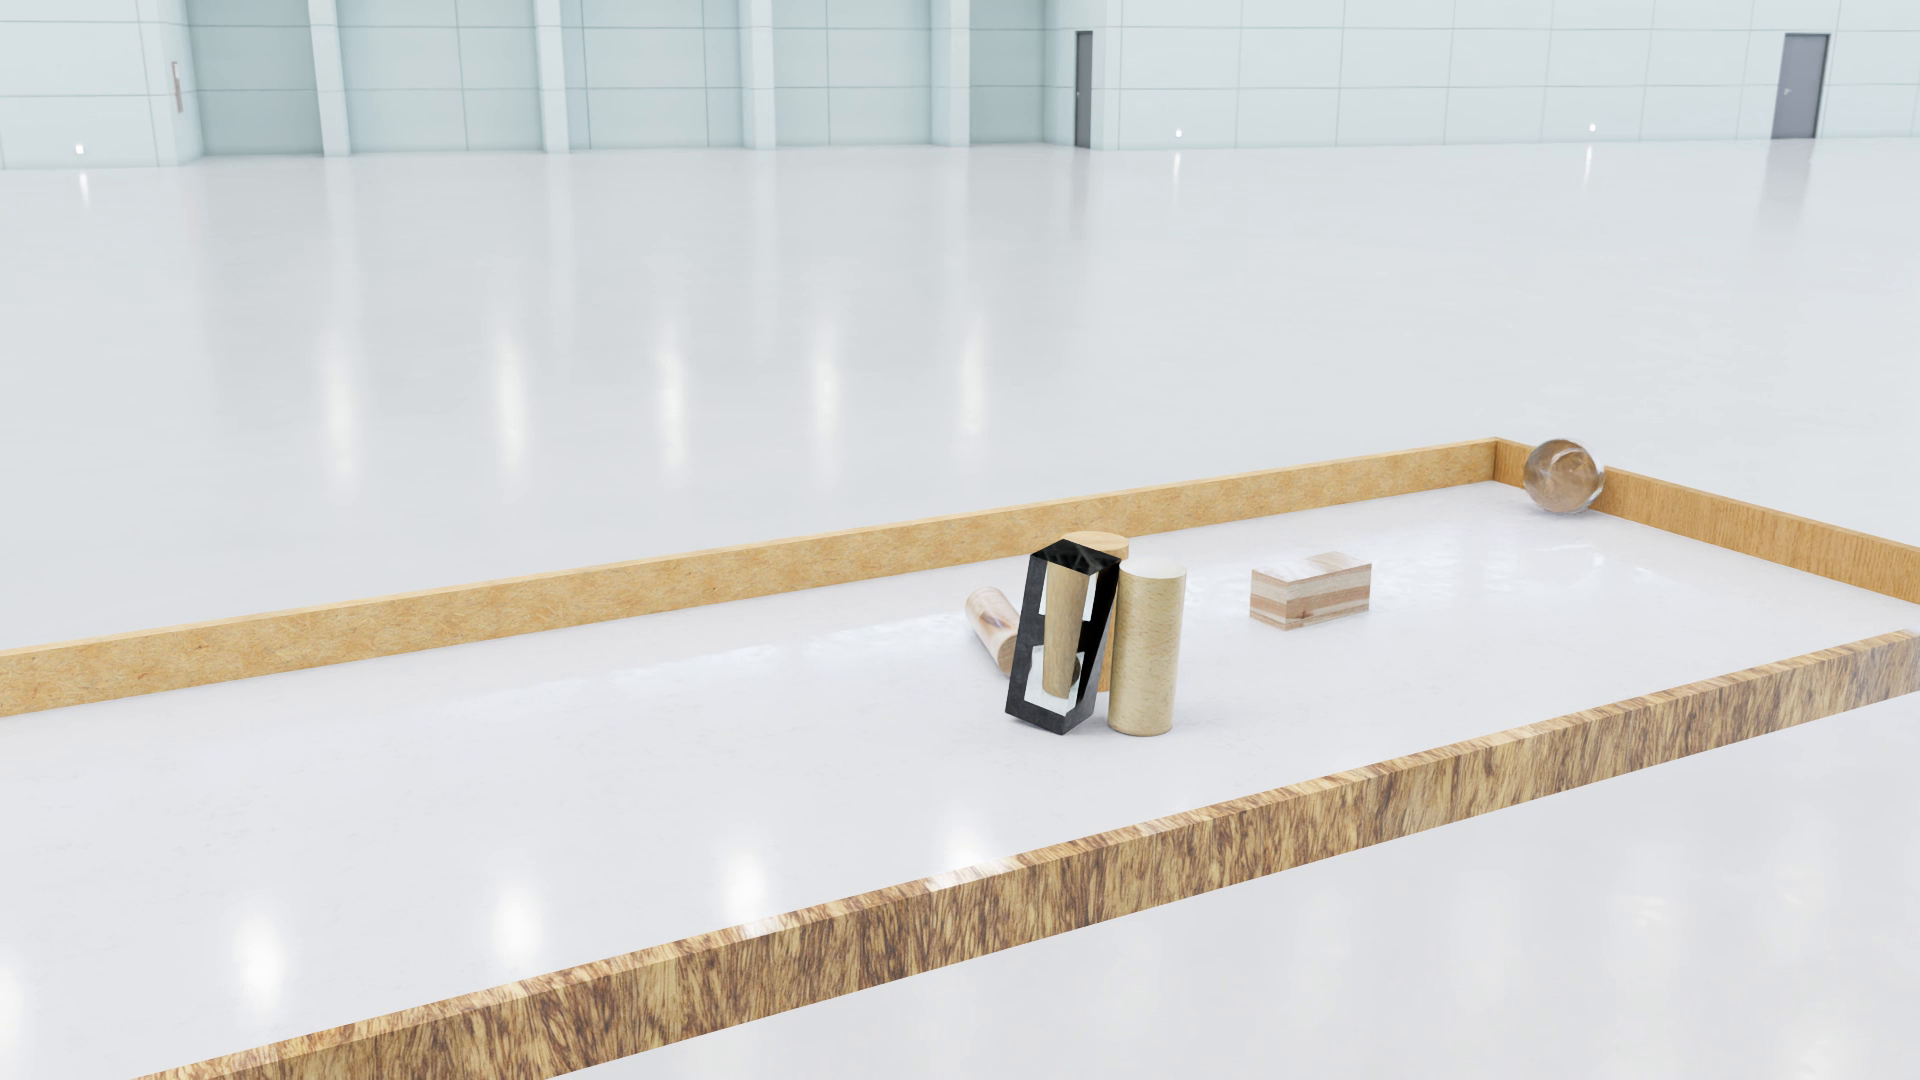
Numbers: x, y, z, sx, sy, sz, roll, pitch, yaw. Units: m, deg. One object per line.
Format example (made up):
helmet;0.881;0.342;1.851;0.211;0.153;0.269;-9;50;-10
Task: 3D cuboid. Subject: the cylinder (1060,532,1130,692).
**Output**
cylinder;0.326;0.177;4.099;0.170;0.365;0.170;1;16;0

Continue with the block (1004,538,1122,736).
block;0.239;0.225;3.839;0.156;0.404;0.156;20;24;27

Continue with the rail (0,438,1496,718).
rail;-3.305;0.497;3.399;12.000;0.150;0.050;-9;18;-27

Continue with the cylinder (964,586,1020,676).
cylinder;0.113;0.239;4.328;0.122;0.122;0.391;-3;17;-12

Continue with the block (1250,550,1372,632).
block;0.983;0.141;4.624;0.323;0.142;0.142;-10;19;-32

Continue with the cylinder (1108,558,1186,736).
cylinder;0.432;0.246;3.823;0.155;0.384;0.155;3;17;-1

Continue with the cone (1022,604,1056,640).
cone;0.355;0.228;4.490;0.362;0.102;0.102;2;14;-23

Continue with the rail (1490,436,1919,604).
rail;2.466;-0.048;5.253;0.050;0.150;2.100;-9;18;-27

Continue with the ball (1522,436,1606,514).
ball;2.064;-0.221;5.639;0.264;0.264;0.264;0;16;0

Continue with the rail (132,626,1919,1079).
rail;-2.336;1.006;1.665;12.000;0.150;0.050;-9;18;-27
